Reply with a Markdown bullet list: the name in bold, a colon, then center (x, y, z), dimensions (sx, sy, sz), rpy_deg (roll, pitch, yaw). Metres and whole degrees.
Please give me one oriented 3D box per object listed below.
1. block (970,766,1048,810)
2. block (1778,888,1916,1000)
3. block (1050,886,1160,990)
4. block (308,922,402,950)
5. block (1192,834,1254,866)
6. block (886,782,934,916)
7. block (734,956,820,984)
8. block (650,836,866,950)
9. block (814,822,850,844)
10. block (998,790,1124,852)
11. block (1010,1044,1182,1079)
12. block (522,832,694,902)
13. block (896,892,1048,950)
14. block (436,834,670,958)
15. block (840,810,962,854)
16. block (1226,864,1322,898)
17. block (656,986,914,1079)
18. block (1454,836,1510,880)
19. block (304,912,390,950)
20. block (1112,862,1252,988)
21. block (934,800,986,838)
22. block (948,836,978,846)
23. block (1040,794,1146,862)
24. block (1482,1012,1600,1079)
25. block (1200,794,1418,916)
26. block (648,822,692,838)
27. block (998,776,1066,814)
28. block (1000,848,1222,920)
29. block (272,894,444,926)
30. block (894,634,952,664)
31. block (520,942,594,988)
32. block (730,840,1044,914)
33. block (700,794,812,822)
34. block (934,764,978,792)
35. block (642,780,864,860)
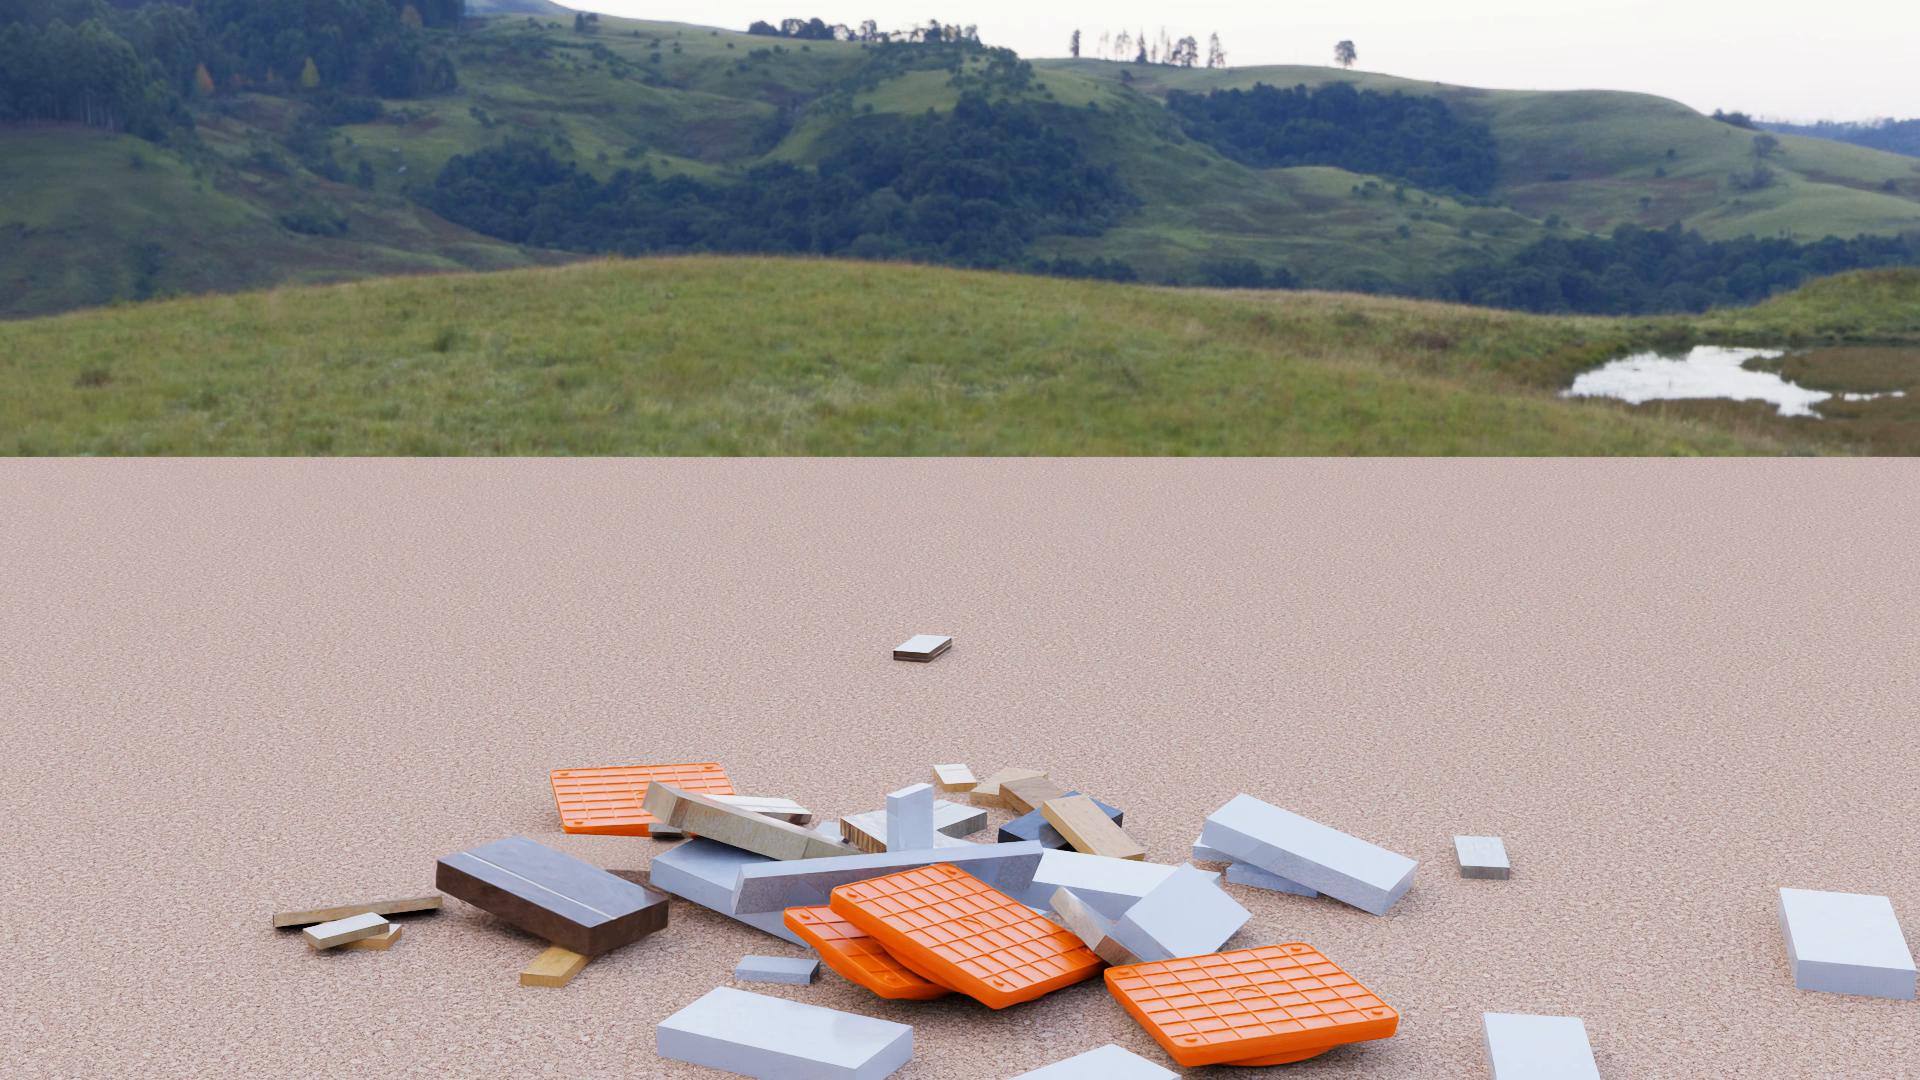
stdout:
- **block**: center (0.096, 0.475, 4.218), dimensions (0.089, 0.025, 0.177), rpy_deg (5, 12, 24)
- **block**: center (1.362, 0.618, 3.390), dimensions (0.163, 0.046, 0.326), rpy_deg (3, 11, 15)
- **block**: center (0.218, 0.603, 3.344), dimensions (0.110, 0.031, 0.220), rpy_deg (37, -1, -18)
- **block**: center (-0.950, 0.621, 3.453), dimensions (0.128, 0.018, 0.064), rpy_deg (1, 11, 7)
- **block**: center (0.488, 0.533, 3.785), dimensions (0.162, 0.023, 0.081), rpy_deg (4, 11, 18)
- **block**: center (-0.081, 0.504, 3.581), dimensions (0.025, 0.201, 0.089), rpy_deg (8, 13, 38)
- **block**: center (-0.275, 0.648, 3.314), dimensions (0.116, 0.016, 0.058), rpy_deg (2, 11, 11)
- **block**: center (-0.326, 0.562, 3.550), dimensions (0.315, 0.045, 0.158), rpy_deg (17, 17, 27)
- **block**: center (-0.232, 0.533, 3.928), dimensions (0.063, 0.018, 0.126), rpy_deg (2, 11, 12)
- **block**: center (0.180, 0.512, 3.910), dimensions (0.112, 0.032, 0.224), rpy_deg (20, 24, 34)
- **block**: center (0.144, 0.724, 2.845), dimensions (0.266, 0.038, 0.133), rpy_deg (-8, 13, -38)
- **block**: center (-0.597, 0.553, 3.733), dimensions (0.347, 0.049, 0.173), rpy_deg (1, 11, 7)
- **block**: center (0.019, 0.601, 3.523), dimensions (0.220, 0.031, 0.110), rpy_deg (8, 13, 38)
- **block**: center (-0.650, 0.562, 3.498), dimensions (0.346, 0.049, 0.173), rpy_deg (15, 16, 34)
- **block**: center (-0.092, 0.521, 3.778), dimensions (0.112, 0.032, 0.281), rpy_deg (-6, 12, -29)
- **block**: center (0.542, 0.569, 3.721), dimensions (0.162, 0.023, 0.081), rpy_deg (6, 12, 29)
- **block**: center (-0.241, 0.688, 3.020), dimensions (0.315, 0.045, 0.158), rpy_deg (5, 12, 27)
- **block**: center (0.904, 0.551, 3.816), dimensions (0.081, 0.023, 0.162), rpy_deg (1, 11, 8)
- **block**: center (-0.956, 0.608, 3.426), dimensions (0.116, 0.016, 0.058), rpy_deg (-9, 14, -40)
- **block**: center (0.345, 0.590, 3.387), dimensions (0.133, 0.038, 0.265), rpy_deg (39, 24, 15)
- **block**: center (-0.066, 0.519, 3.963), dimensions (0.112, 0.032, 0.224), rpy_deg (9, 14, 40)
- **block**: center (-0.076, 0.554, 3.775), dimensions (0.110, 0.031, 0.221), rpy_deg (8, 13, 37)
- **block**: center (0.231, 0.512, 3.846), dimensions (0.093, 0.026, 0.185), rpy_deg (-5, 30, -34)
- **block**: center (0.760, 0.728, 2.821), dimensions (0.133, 0.038, 0.517), rpy_deg (2, 11, 9)
- **block**: center (0.586, 0.525, 3.692), dimensions (0.326, 0.046, 0.163), rpy_deg (20, 18, 24)
- **block**: center (-0.501, 0.519, 3.829), dimensions (0.058, 0.016, 0.116), rpy_deg (1, -26, 7)
- **block**: center (0.161, 0.490, 4.063), dimensions (0.093, 0.026, 0.185), rpy_deg (-6, 21, -31)
- **block**: center (0.249, 0.574, 3.629), dimensions (0.326, 0.046, 0.163), rpy_deg (5, 11, 24)
- **block**: center (-0.968, 0.596, 3.537), dimensions (0.260, 0.018, 0.064), rpy_deg (-4, -6, -20)
- **block**: center (-0.090, 0.264, 5.354), dimensions (0.089, 0.025, 0.177), rpy_deg (3, 11, 18)
- **block**: center (-0.609, 0.644, 3.330), dimensions (0.064, 0.018, 0.128), rpy_deg (2, 11, 13)
- **block**: center (-0.111, 0.532, 3.474), dimensions (0.498, 0.093, 0.026), rpy_deg (-2, 45, -22)
- **block**: center (-0.367, 0.484, 3.959), dimensions (0.063, 0.018, 0.249), rpy_deg (27, 8, 35)
- **block**: center (-0.010, 0.465, 4.293), dimensions (0.063, 0.018, 0.126), rpy_deg (-2, 11, -11)
- **block**: center (-0.344, 0.487, 3.672), dimensions (0.347, 0.049, 0.173), rpy_deg (21, -5, -22)
